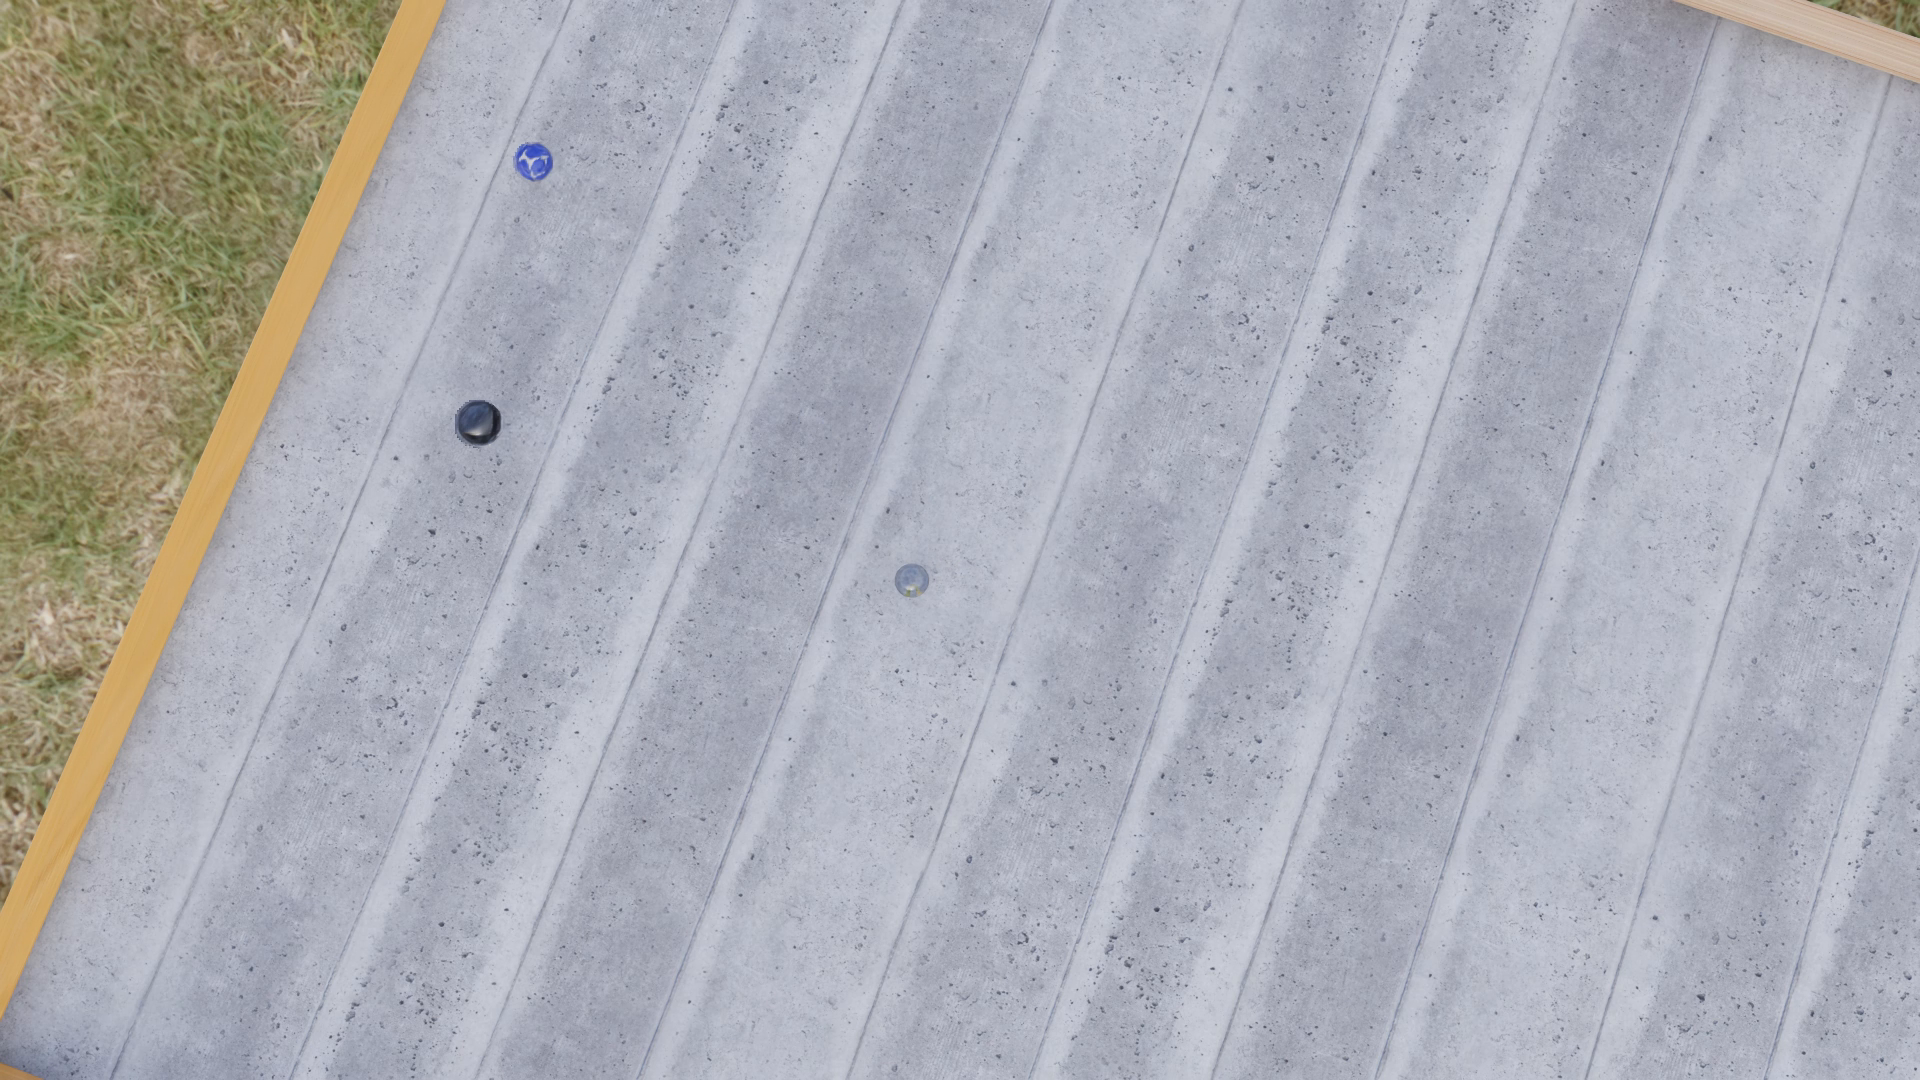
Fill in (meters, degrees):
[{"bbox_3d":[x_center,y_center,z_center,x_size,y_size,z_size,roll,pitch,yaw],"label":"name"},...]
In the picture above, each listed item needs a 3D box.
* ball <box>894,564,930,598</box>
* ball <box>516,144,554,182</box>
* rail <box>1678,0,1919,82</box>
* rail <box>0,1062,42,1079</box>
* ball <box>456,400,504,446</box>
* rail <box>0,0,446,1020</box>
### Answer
[{"bbox_3d":[-0.072,0.061,3.287,0.052,0.052,0.052,0,79,0],"label":"ball"},{"bbox_3d":[-0.659,-0.585,3.404,0.057,0.057,0.057,0,79,0],"label":"ball"},{"bbox_3d":[1.444,-0.748,3.417,4.377,0.090,0.045,20,80,4],"label":"rail"},{"bbox_3d":[0.610,1.485,3.002,4.377,0.090,0.045,20,80,4],"label":"rail"},{"bbox_3d":[-0.725,-0.176,3.323,0.069,0.069,0.069,0,79,0],"label":"ball"},{"bbox_3d":[-1.005,-0.366,3.346,0.045,0.090,2.467,20,80,4],"label":"rail"}]
